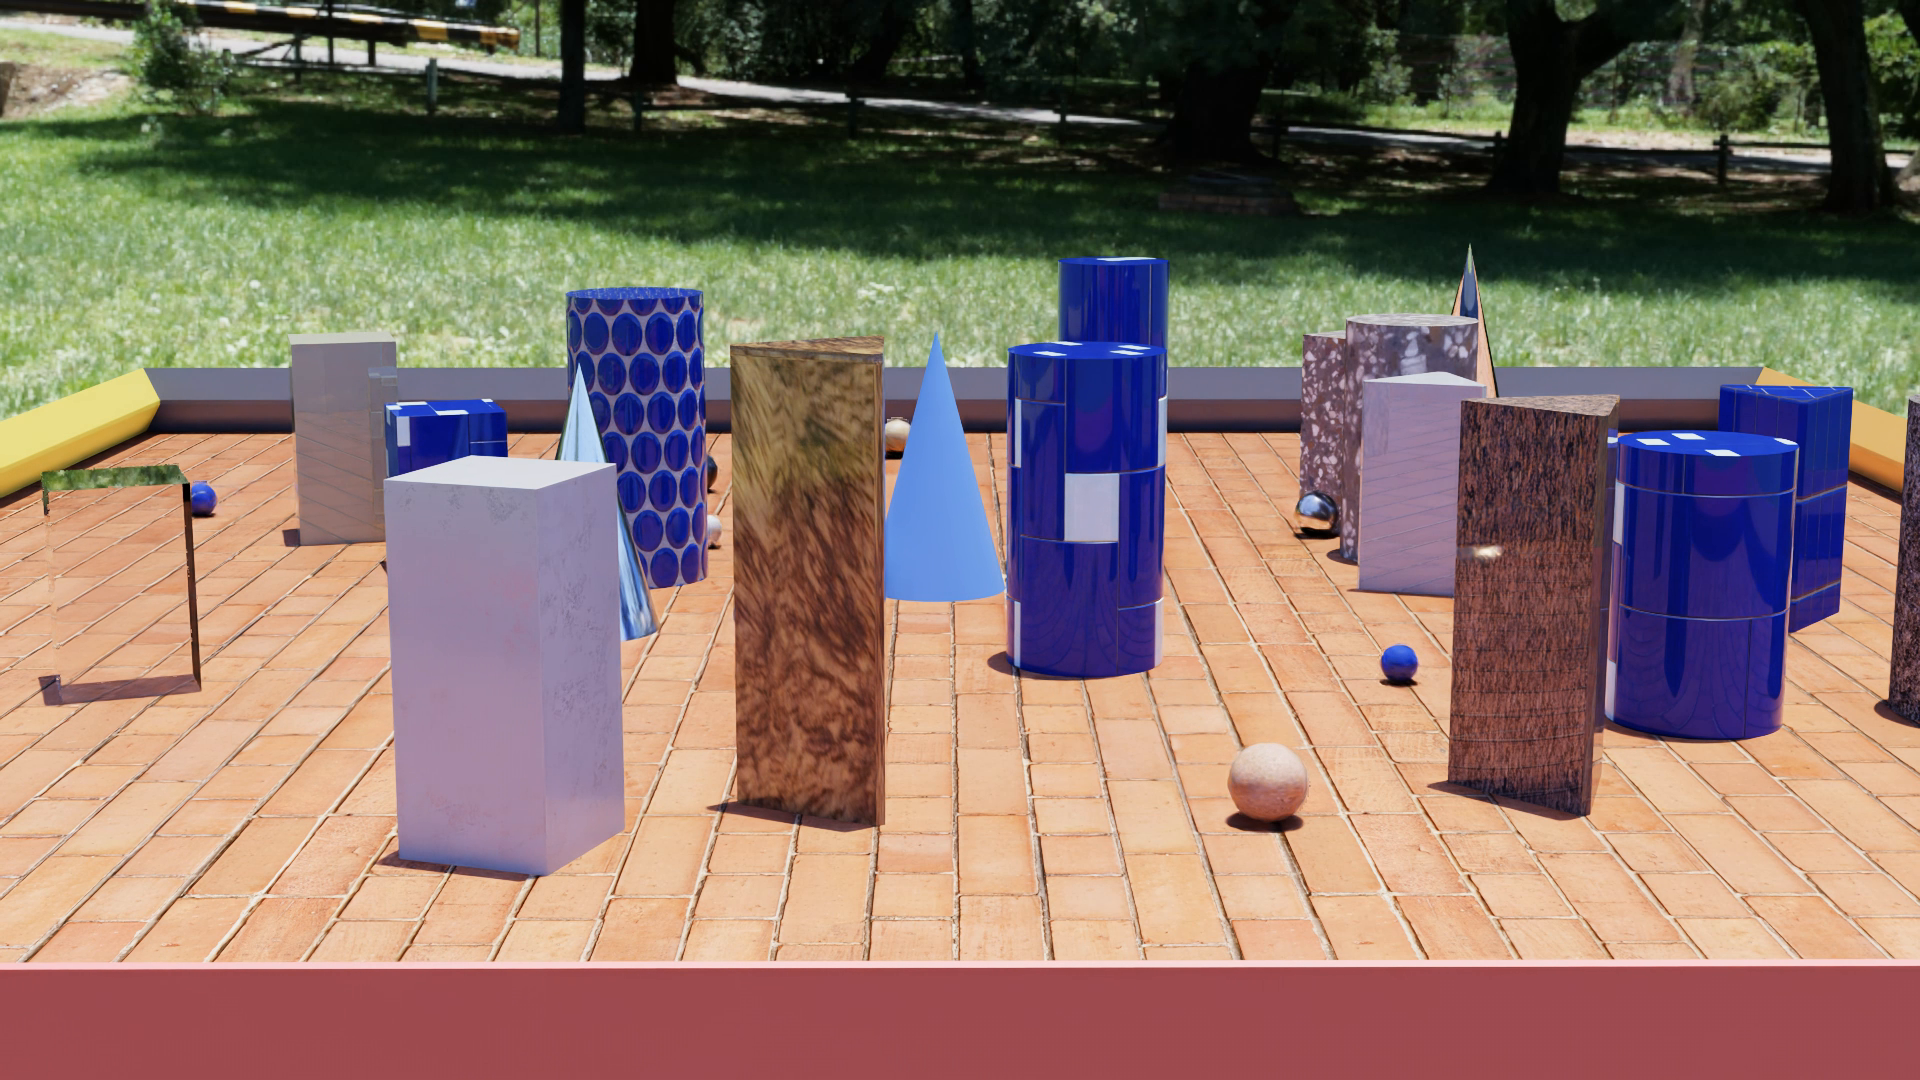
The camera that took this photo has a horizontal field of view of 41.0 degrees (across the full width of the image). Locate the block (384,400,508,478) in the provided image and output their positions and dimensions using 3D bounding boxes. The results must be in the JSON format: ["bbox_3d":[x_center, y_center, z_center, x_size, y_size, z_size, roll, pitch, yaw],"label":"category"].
[{"bbox_3d":[-0.748,-0.077,3.743,0.155,0.235,0.155,-4,11,-19],"label":"block"}]

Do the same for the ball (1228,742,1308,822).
[{"bbox_3d":[0.299,0.236,2.493,0.078,0.078,0.078,0,11,0],"label":"ball"}]

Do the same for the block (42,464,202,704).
[{"bbox_3d":[-0.992,0.049,3.033,0.155,0.248,0.155,-4,11,-22],"label":"block"}]

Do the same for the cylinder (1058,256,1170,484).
[{"bbox_3d":[0.267,-0.295,4.498,0.194,0.388,0.194,0,11,0],"label":"cylinder"}]

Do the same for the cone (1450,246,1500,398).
[{"bbox_3d":[0.853,-0.285,4.330,0.194,0.431,0.194,0,11,0],"label":"cone"}]

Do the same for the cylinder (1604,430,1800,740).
[{"bbox_3d":[0.826,0.047,2.865,0.194,0.314,0.194,0,11,0],"label":"cylinder"}]

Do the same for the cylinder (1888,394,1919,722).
[{"bbox_3d":[1.160,0.021,2.891,0.194,0.355,0.194,0,11,0],"label":"cylinder"}]

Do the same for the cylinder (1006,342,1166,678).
[{"bbox_3d":[0.154,-0.041,3.144,0.194,0.384,0.194,0,11,0],"label":"cylinder"}]

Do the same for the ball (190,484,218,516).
[{"bbox_3d":[-1.238,-0.065,4.179,0.053,0.053,0.053,0,11,0],"label":"ball"}]

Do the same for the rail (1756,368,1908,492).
[{"bbox_3d":[1.602,0.031,3.458,0.045,0.126,3.463,0,11,0],"label":"rail"}]

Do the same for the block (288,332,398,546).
[{"bbox_3d":[-0.957,-0.161,3.994,0.155,0.309,0.155,-3,11,-16],"label":"block"}]

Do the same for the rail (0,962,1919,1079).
[{"bbox_3d":[0.010,0.344,1.770,3.252,0.126,0.045,0,11,0],"label":"rail"}]

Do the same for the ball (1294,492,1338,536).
[{"bbox_3d":[0.556,-0.040,4.002,0.069,0.069,0.069,0,11,0],"label":"ball"}]

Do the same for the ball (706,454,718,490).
[{"bbox_3d":[-0.451,-0.117,4.416,0.069,0.069,0.069,0,11,0],"label":"ball"}]

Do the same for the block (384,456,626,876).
[{"bbox_3d":[-0.422,0.112,2.395,0.155,0.356,0.155,4,11,19],"label":"block"}]

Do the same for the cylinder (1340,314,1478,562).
[{"bbox_3d":[0.668,-0.152,3.822,0.194,0.354,0.194,0,11,0],"label":"cylinder"}]

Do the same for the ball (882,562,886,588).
[{"bbox_3d":[-0.139,0.047,3.510,0.076,0.076,0.076,0,11,0],"label":"ball"}]

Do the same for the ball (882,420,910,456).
[{"bbox_3d":[-0.118,-0.192,4.819,0.068,0.068,0.068,0,11,0],"label":"ball"}]

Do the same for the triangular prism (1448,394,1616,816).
[{"bbox_3d":[0.612,0.056,2.590,0.145,0.395,0.168,-9,14,-41],"label":"triangular prism"}]

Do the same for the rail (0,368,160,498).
[{"bbox_3d":[-1.602,0.034,3.440,0.045,0.126,3.463,0,11,0],"label":"rail"}]

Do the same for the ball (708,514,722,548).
[{"bbox_3d":[-0.388,-0.014,3.911,0.051,0.051,0.051,0,11,0],"label":"ball"}]

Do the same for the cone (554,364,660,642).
[{"bbox_3d":[-0.488,-0.056,3.320,0.194,0.348,0.194,0,11,0],"label":"cone"}]

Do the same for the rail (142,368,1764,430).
[{"bbox_3d":[-0.010,-0.279,5.128,3.252,0.126,0.045,0,11,0],"label":"rail"}]

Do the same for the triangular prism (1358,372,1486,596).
[{"bbox_3d":[0.662,-0.083,3.616,0.168,0.294,0.145,4,11,20],"label":"triangular prism"}]

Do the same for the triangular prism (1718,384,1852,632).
[{"bbox_3d":[1.073,-0.050,3.409,0.145,0.304,0.168,8,13,38],"label":"triangular prism"}]

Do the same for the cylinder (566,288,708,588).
[{"bbox_3d":[-0.460,-0.149,3.659,0.194,0.407,0.194,0,11,0],"label":"cylinder"}]

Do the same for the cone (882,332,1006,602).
[{"bbox_3d":[-0.033,-0.112,3.578,0.194,0.364,0.194,0,11,0],"label":"cone"}]

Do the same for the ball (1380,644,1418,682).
[{"bbox_3d":[0.523,0.147,3.056,0.046,0.046,0.046,0,11,0],"label":"ball"}]

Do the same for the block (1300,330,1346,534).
[{"bbox_3d":[0.649,-0.171,4.056,0.155,0.307,0.155,-9,14,-40],"label":"block"}]

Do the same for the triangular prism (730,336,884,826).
[{"bbox_3d":[-0.114,0.032,2.544,0.168,0.458,0.145,6,12,28],"label":"triangular prism"}]
